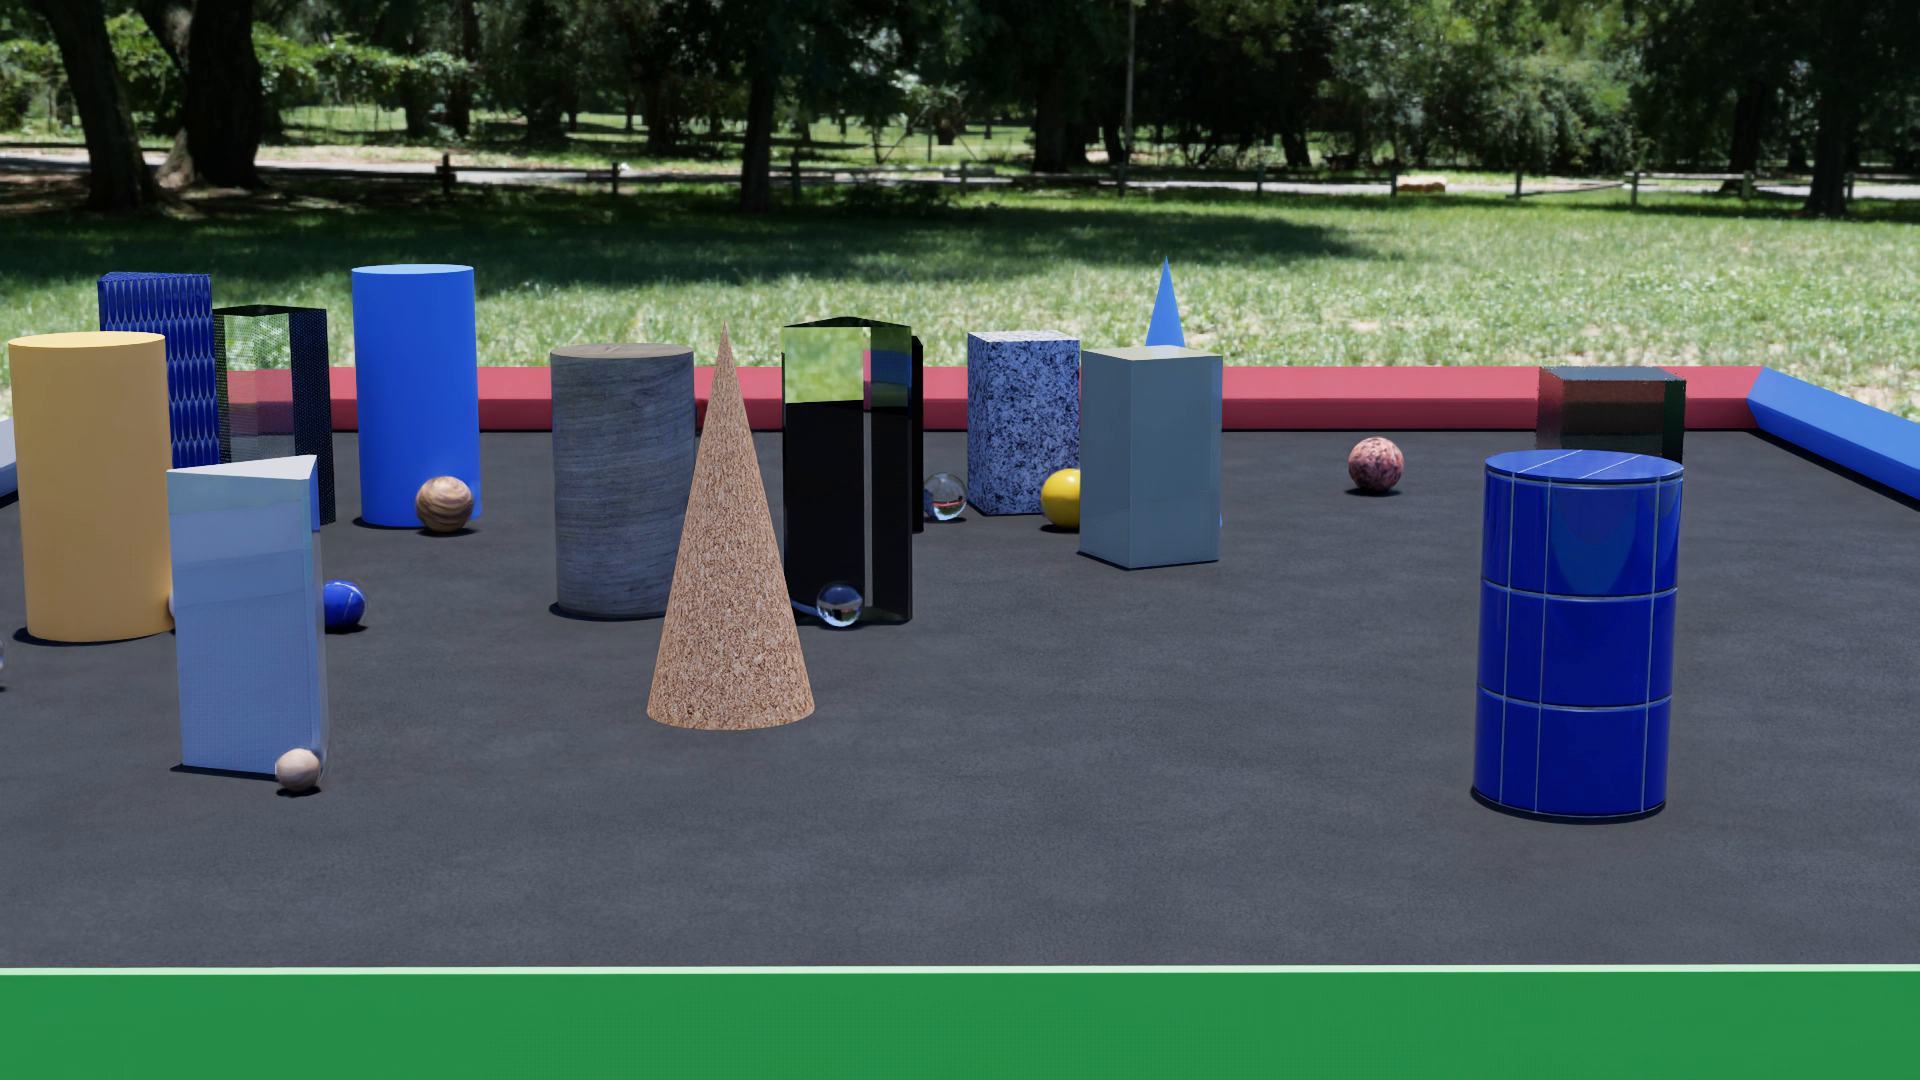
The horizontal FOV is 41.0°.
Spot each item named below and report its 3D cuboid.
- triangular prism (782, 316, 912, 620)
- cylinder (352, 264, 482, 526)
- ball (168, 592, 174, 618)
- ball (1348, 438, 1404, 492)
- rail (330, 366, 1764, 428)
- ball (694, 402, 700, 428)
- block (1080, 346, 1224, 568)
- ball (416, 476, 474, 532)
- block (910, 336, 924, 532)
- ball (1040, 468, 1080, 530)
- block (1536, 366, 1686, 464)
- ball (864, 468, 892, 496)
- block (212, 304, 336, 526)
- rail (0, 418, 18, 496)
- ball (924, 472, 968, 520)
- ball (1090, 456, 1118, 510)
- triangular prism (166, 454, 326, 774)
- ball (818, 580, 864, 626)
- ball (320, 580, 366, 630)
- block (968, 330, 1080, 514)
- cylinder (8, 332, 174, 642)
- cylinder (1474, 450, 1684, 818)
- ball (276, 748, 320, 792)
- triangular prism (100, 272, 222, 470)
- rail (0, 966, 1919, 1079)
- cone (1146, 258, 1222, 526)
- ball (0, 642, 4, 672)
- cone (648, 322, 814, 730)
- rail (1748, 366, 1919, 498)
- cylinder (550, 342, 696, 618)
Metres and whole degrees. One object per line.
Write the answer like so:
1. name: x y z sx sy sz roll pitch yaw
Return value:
1. triangular prism: -0.150 -0.098 3.430 0.166 0.389 0.144 0 11 -2
2. cylinder: -0.875 -0.236 4.137 0.191 0.401 0.191 0 11 0
3. ball: -0.989 0.081 3.331 0.072 0.072 0.072 0 11 0
4. ball: 0.713 -0.129 4.402 0.094 0.094 0.094 0 11 0
5. rail: -0.010 -0.282 5.136 3.253 0.124 0.045 0 11 0
6. ball: -0.557 -0.248 5.081 0.079 0.079 0.079 0 11 0
7. block: 0.283 -0.127 3.817 0.153 0.305 0.153 -5 12 -25
8. ball: -0.808 -0.057 4.025 0.090 0.090 0.090 0 11 0
9. block: -0.140 -0.171 4.083 0.153 0.293 0.153 -1 11 -5
10. ball: 0.174 -0.065 4.055 0.096 0.096 0.096 0 11 0
11. block: 0.842 -0.053 3.348 0.153 0.331 0.153 0 11 1
12. ball: -0.140 -0.097 4.360 0.047 0.047 0.047 0 11 0
13. block: -1.109 -0.193 4.070 0.153 0.342 0.153 7 12 32
14. rail: -1.603 0.034 3.440 0.045 0.124 3.479 0 11 0
15. ball: -0.027 -0.071 4.133 0.078 0.078 0.078 0 11 0
16. ball: 0.255 -0.093 4.218 0.090 0.090 0.090 0 11 0
17. triangular prism: -0.717 0.075 2.713 0.166 0.312 0.144 4 11 19
18. ball: -0.156 0.083 3.355 0.061 0.061 0.061 0 11 0
19. ball: -0.806 0.084 3.337 0.065 0.065 0.065 0 11 0
20. block: 0.104 -0.197 4.253 0.153 0.283 0.153 -2 11 -12
21. cylinder: -1.121 -0.073 3.329 0.191 0.376 0.191 0 11 0
22. cylinder: 0.618 0.089 2.572 0.191 0.335 0.191 0 11 0
23. ball: -0.669 0.233 2.596 0.044 0.044 0.044 0 11 0
24. triangular prism: -1.182 -0.170 3.712 0.166 0.427 0.144 -9 14 -41
25. rail: 0.010 0.346 1.763 3.253 0.124 0.045 0 11 0
26. cone: 0.325 -0.238 4.075 0.191 0.428 0.191 0 11 0
27. ball: -1.162 0.138 3.005 0.081 0.081 0.081 0 11 0
28. cone: -0.262 -0.026 2.890 0.191 0.445 0.191 0 11 0
29. rail: 1.603 0.030 3.458 0.045 0.124 3.479 0 11 0
30. cylinder: -0.453 -0.084 3.474 0.191 0.346 0.191 0 11 0
